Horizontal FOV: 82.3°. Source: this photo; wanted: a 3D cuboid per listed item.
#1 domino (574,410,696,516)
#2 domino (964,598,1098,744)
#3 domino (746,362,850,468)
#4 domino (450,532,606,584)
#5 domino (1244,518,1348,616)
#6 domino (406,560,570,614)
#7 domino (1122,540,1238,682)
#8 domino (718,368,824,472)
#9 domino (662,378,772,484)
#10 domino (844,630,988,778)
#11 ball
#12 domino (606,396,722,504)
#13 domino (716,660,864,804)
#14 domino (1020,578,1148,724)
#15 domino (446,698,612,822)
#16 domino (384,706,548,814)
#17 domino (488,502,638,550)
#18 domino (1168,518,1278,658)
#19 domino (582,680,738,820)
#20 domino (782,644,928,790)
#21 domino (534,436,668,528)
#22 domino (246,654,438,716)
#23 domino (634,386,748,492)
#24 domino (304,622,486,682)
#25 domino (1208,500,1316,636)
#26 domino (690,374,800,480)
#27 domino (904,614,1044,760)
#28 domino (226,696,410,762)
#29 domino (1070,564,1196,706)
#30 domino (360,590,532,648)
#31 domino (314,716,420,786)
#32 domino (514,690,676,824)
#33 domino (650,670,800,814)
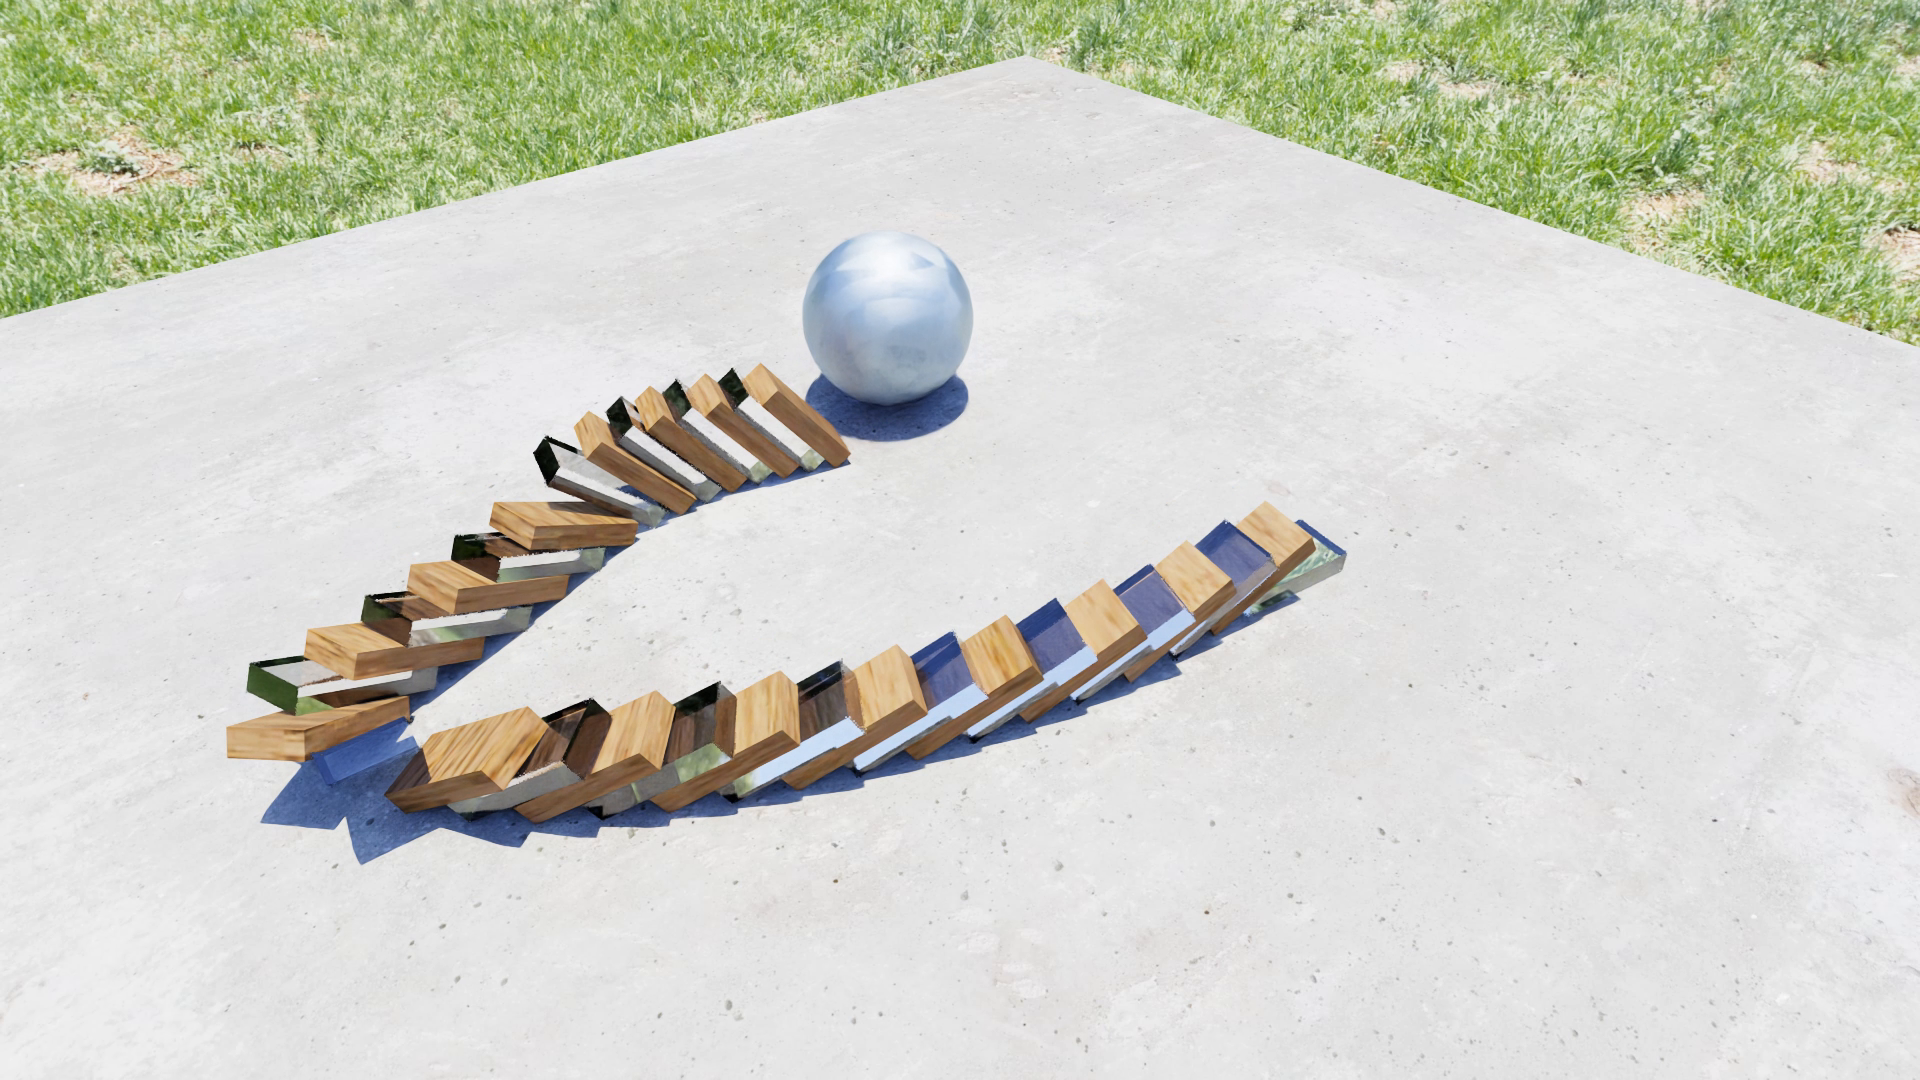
[{"bbox_3d":[-0.134,-0.031,0.454,0.010,0.050,0.025,-45,45,8],"label":"domino"},{"bbox_3d":[0.019,0.044,0.372,0.050,0.010,0.025,-35,43,5],"label":"domino"},{"bbox_3d":[-0.070,-0.054,0.481,0.009,0.050,0.025,-42,45,7],"label":"domino"},{"bbox_3d":[-0.163,0.005,0.418,0.025,0.009,0.050,21,13,24],"label":"domino"},{"bbox_3d":[0.124,0.010,0.431,0.050,0.010,0.025,-21,44,-24],"label":"domino"},{"bbox_3d":[-0.173,0.015,0.405,0.025,0.009,0.050,21,13,24],"label":"domino"},{"bbox_3d":[0.071,0.025,0.395,0.050,0.010,0.025,-40,48,-2],"label":"domino"},{"bbox_3d":[-0.082,-0.052,0.478,0.010,0.050,0.025,-42,45,7],"label":"domino"},{"bbox_3d":[-0.103,-0.046,0.471,0.010,0.050,0.025,-42,45,7],"label":"domino"},{"bbox_3d":[-0.018,0.053,0.360,0.050,0.010,0.025,-33,41,7],"label":"domino"},{"bbox_3d":[-0.034,-0.103,0.514,0.080,0.080,0.080,0,39,0],"label":"ball"},{"bbox_3d":[-0.124,-0.037,0.461,0.010,0.050,0.025,-43,44,7],"label":"domino"},{"bbox_3d":[-0.055,0.061,0.350,0.050,0.010,0.025,-29,39,11],"label":"domino"},{"bbox_3d":[0.037,0.038,0.378,0.050,0.009,0.025,-36,44,3],"label":"domino"},{"bbox_3d":[-0.133,0.068,0.341,0.050,0.010,0.025,-22,33,23],"label":"domino"},{"bbox_3d":[-0.153,0.068,0.340,0.050,0.010,0.025,-17,31,30],"label":"domino"},{"bbox_3d":[-0.155,-0.006,0.432,0.025,0.009,0.050,25,14,27],"label":"domino"},{"bbox_3d":[0.089,0.018,0.404,0.050,0.009,0.025,-41,48,-3],"label":"domino"},{"bbox_3d":[-0.094,0.066,0.344,0.050,0.009,0.025,-27,37,15],"label":"domino"},{"bbox_3d":[-0.036,0.057,0.355,0.050,0.010,0.025,-32,41,8],"label":"domino"},{"bbox_3d":[-0.146,-0.023,0.447,0.050,0.010,0.025,26,16,-45],"label":"domino"},{"bbox_3d":[-0.205,0.046,0.367,0.025,0.009,0.050,16,10,24],"label":"domino"},{"bbox_3d":[-0.114,-0.042,0.466,0.010,0.050,0.025,-42,45,7],"label":"domino"},{"bbox_3d":[-0.193,0.036,0.379,0.025,0.010,0.050,18,10,24],"label":"domino"},{"bbox_3d":[0.105,0.010,0.413,0.050,0.009,0.025,-40,48,-2],"label":"domino"},{"bbox_3d":[-0.092,-0.049,0.474,0.009,0.050,0.025,-42,45,7],"label":"domino"},{"bbox_3d":[0.001,0.049,0.365,0.050,0.010,0.025,-33,42,6],"label":"domino"},{"bbox_3d":[-0.202,0.059,0.349,0.025,0.009,0.050,1,3,7],"label":"domino"},{"bbox_3d":[0.054,0.033,0.385,0.050,0.010,0.025,-36,44,3],"label":"domino"},{"bbox_3d":[-0.182,0.026,0.392,0.025,0.010,0.050,21,12,24],"label":"domino"},{"bbox_3d":[-0.181,0.065,0.338,0.025,0.050,0.010,-25,90,-27],"label":"domino"},{"bbox_3d":[-0.113,0.068,0.342,0.050,0.009,0.025,-25,36,18],"label":"domino"},{"bbox_3d":[-0.074,0.064,0.347,0.050,0.009,0.025,-29,38,13],"label":"domino"}]
